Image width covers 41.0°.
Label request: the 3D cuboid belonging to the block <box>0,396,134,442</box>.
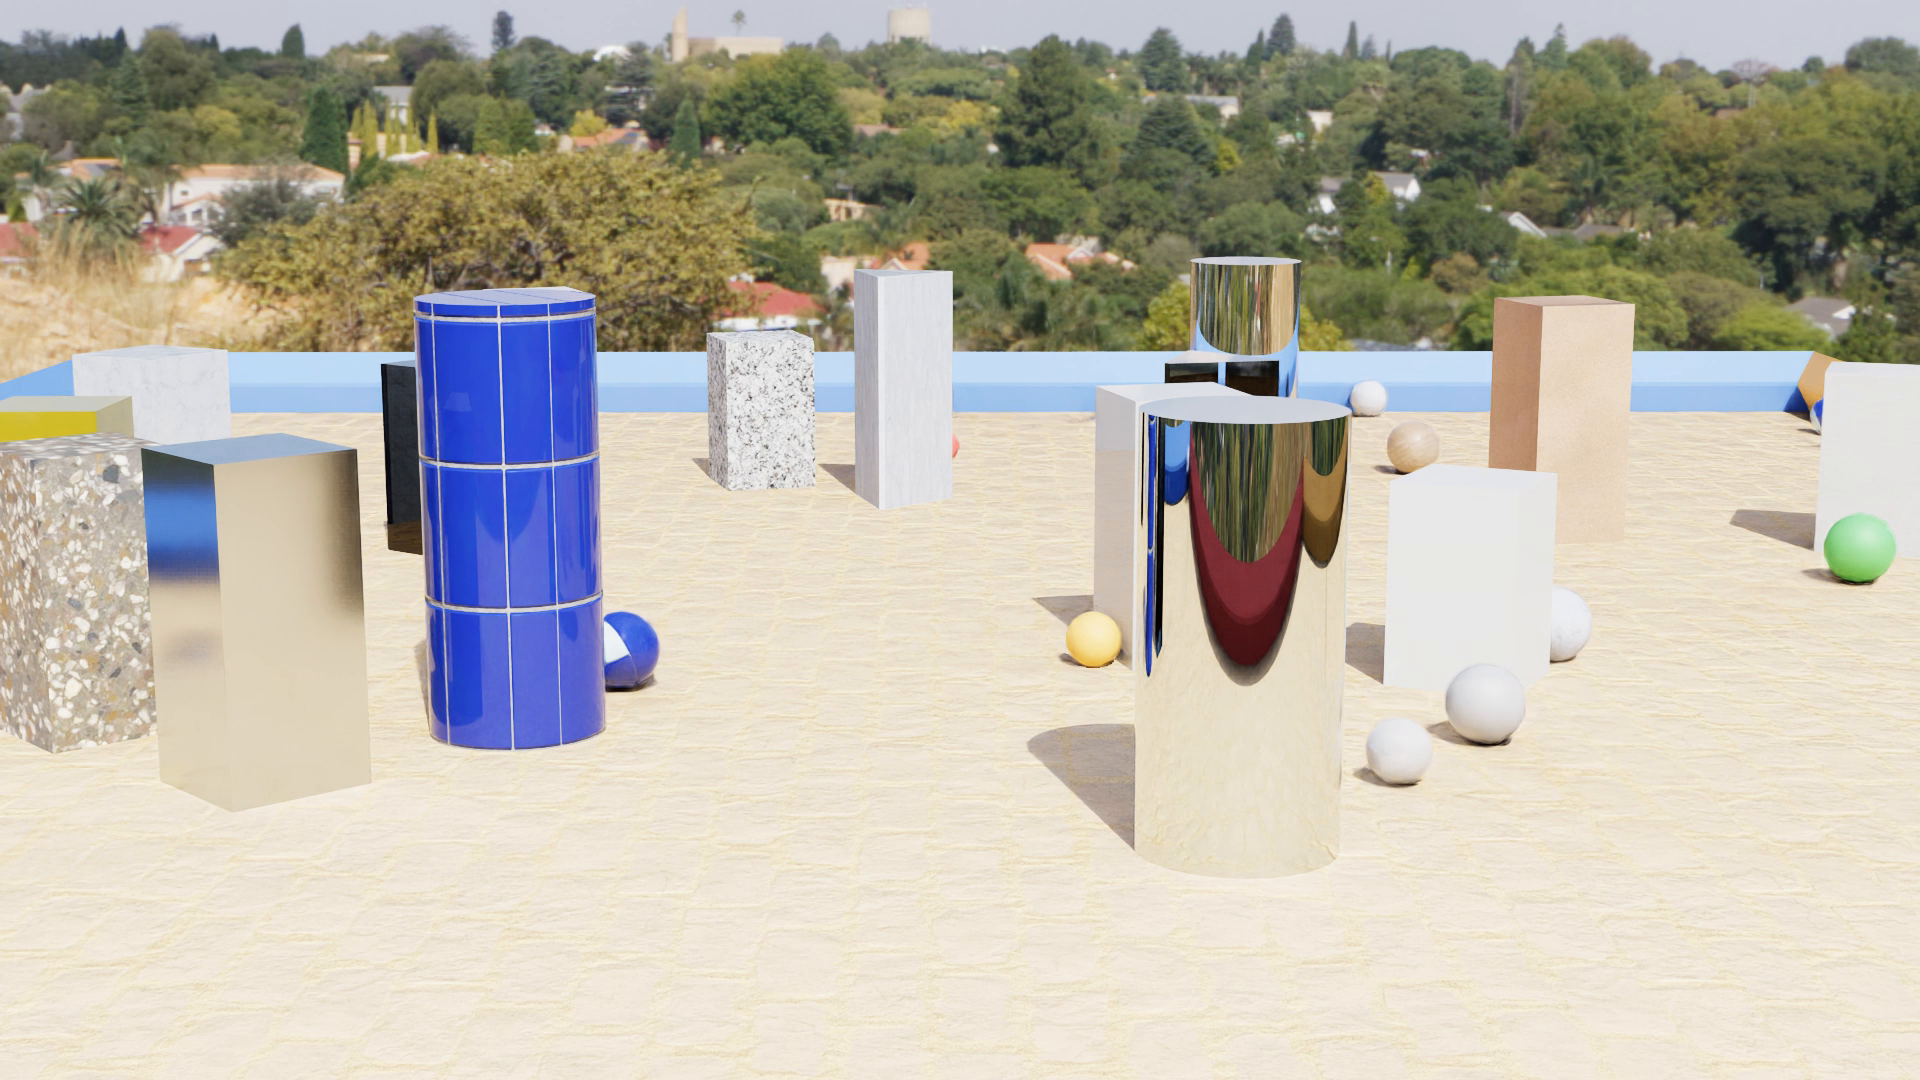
[{"bbox_3d":[-1.164,-0.030,3.322,0.155,0.296,0.155,0,11,-1],"label":"block"}]

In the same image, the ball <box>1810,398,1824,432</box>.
[{"bbox_3d":[1.729,-0.248,5.097,0.077,0.077,0.077,0,11,0],"label":"ball"}]

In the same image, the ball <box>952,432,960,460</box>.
[{"bbox_3d":[-0.034,-0.173,4.732,0.064,0.064,0.064,0,11,0],"label":"ball"}]

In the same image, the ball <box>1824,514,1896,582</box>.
[{"bbox_3d":[1.276,0.012,3.641,0.097,0.097,0.097,0,11,0],"label":"ball"}]

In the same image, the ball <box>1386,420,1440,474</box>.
[{"bbox_3d":[0.814,-0.166,4.607,0.096,0.096,0.096,0,11,0],"label":"ball"}]

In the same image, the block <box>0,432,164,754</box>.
[{"bbox_3d":[-0.964,0.053,2.820,0.155,0.317,0.155,-10,14,-42],"label":"block"}]

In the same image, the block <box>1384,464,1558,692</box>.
[{"bbox_3d":[0.608,0.046,3.055,0.155,0.245,0.155,6,12,28],"label":"block"}]

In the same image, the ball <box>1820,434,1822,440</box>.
[{"bbox_3d":[1.671,-0.197,4.904,0.048,0.048,0.048,0,11,0],"label":"ball"}]

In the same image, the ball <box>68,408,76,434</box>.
[{"bbox_3d":[-1.772,-0.237,5.105,0.053,0.053,0.053,0,11,0],"label":"ball"}]

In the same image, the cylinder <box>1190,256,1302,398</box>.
[{"bbox_3d":[0.502,-0.301,4.538,0.194,0.385,0.194,0,11,0],"label":"cylinder"}]

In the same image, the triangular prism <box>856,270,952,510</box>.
[{"bbox_3d":[-0.124,-0.259,4.319,0.145,0.384,0.168,10,14,43],"label":"triangular prism"}]

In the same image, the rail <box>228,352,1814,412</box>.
[{"bbox_3d":[-0.011,-0.330,5.400,3.634,0.126,0.045,0,11,0],"label":"rail"}]

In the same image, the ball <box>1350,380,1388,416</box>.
[{"bbox_3d":[0.853,-0.296,5.356,0.077,0.077,0.077,0,11,0],"label":"ball"}]

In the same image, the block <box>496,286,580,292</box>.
[{"bbox_3d":[-0.768,-0.292,4.668,0.155,0.321,0.155,-5,11,-23],"label":"block"}]

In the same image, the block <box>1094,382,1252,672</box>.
[{"bbox_3d":[0.264,-0.020,3.177,0.155,0.330,0.155,-3,11,-15],"label":"block"}]

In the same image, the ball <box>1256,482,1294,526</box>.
[{"bbox_3d":[0.496,-0.058,4.093,0.071,0.071,0.071,0,11,0],"label":"ball"}]

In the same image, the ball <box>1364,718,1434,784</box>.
[{"bbox_3d":[0.449,0.216,2.624,0.069,0.069,0.069,0,11,0],"label":"ball"}]

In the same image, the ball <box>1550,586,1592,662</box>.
[{"bbox_3d":[0.731,0.103,3.165,0.093,0.093,0.093,0,11,0],"label":"ball"}]

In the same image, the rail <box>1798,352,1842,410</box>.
[{"bbox_3d":[1.793,0.030,3.459,0.045,0.126,4.016,0,11,0],"label":"rail"}]

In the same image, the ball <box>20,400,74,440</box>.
[{"bbox_3d":[-1.733,-0.216,4.873,0.096,0.096,0.096,0,11,0],"label":"ball"}]

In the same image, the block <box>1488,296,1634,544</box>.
[{"bbox_3d":[0.930,-0.188,3.984,0.155,0.366,0.155,-3,11,-16],"label":"block"}]

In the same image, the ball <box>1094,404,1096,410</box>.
[{"bbox_3d":[0.308,-0.276,5.302,0.058,0.058,0.058,0,11,0],"label":"ball"}]

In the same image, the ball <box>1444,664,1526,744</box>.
[{"bbox_3d":[0.570,0.178,2.782,0.087,0.087,0.087,0,11,0],"label":"ball"}]

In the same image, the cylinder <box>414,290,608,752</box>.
[{"bbox_3d":[-0.489,-0.026,2.801,0.194,0.479,0.194,0,11,0],"label":"cylinder"}]

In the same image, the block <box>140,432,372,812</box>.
[{"bbox_3d":[-0.713,0.078,2.603,0.155,0.347,0.155,-10,14,-42],"label":"block"}]

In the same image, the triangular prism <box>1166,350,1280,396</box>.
[{"bbox_3d":[0.351,-0.106,3.680,0.168,0.316,0.145,-3,11,-13],"label":"triangular prism"}]

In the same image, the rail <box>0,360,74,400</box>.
[{"bbox_3d":[-1.793,0.034,3.439,0.045,0.126,4.016,0,11,0],"label":"rail"}]

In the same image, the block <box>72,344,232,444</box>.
[{"bbox_3d":[-1.195,-0.126,3.813,0.155,0.307,0.155,6,12,27],"label":"block"}]

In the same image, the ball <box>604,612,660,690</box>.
[{"bbox_3d":[-0.399,0.130,3.023,0.092,0.092,0.092,0,11,0],"label":"ball"}]

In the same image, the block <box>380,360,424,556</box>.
[{"bbox_3d":[-0.759,-0.127,3.883,0.155,0.284,0.155,8,13,36],"label":"block"}]

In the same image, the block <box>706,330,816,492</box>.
[{"bbox_3d":[-0.350,-0.229,4.501,0.155,0.258,0.155,-3,11,-18],"label":"block"}]

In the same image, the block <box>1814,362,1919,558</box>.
[{"bbox_3d":[1.392,-0.124,3.896,0.155,0.272,0.155,4,11,22],"label":"block"}]

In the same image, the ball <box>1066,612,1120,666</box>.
[{"bbox_3d":[0.163,0.121,3.139,0.067,0.067,0.067,0,11,0],"label":"ball"}]

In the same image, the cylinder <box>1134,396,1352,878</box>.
[{"bbox_3d":[0.260,0.085,2.379,0.194,0.416,0.194,0,11,0],"label":"cylinder"}]
